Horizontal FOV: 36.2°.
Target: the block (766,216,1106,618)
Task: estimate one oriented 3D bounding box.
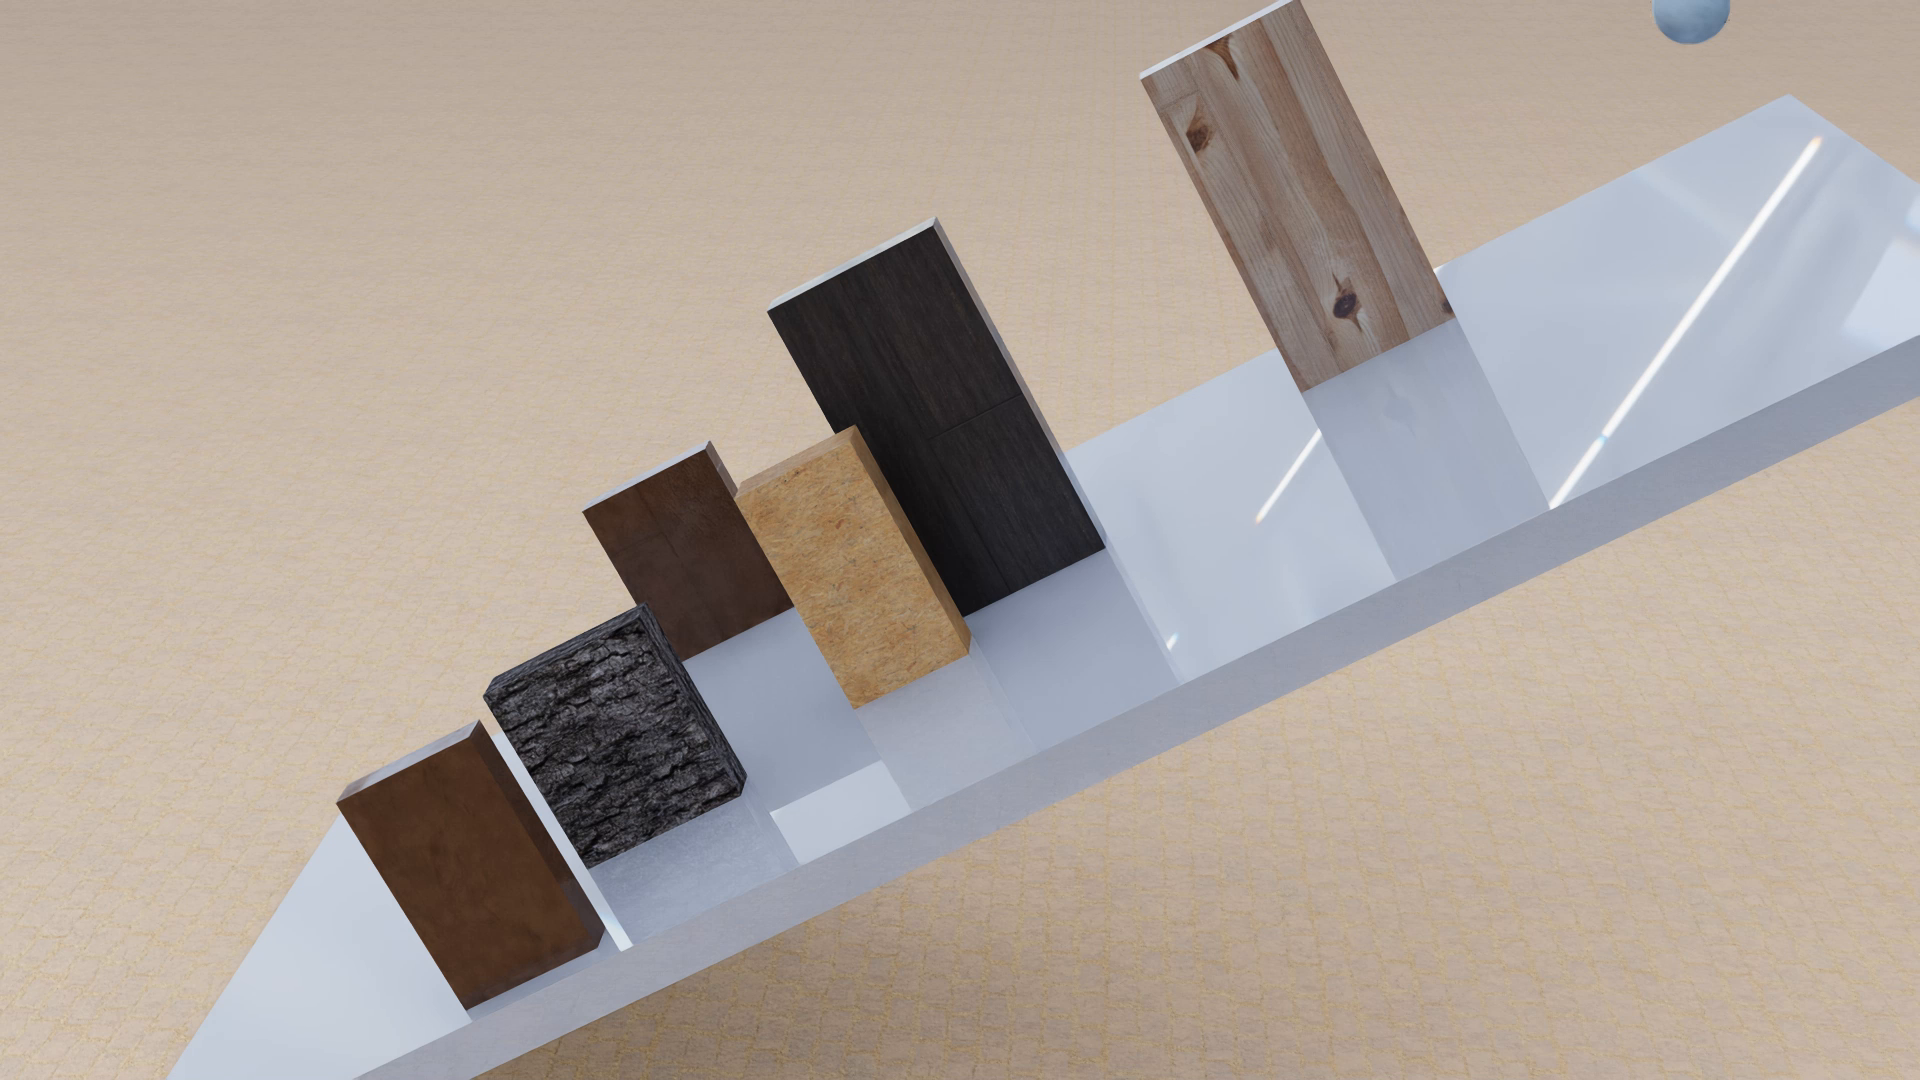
[{"bbox_3d":[-0.044,-0.247,6.266,0.396,0.785,0.107,-26,14,11],"label":"block"}]

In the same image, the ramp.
[{"bbox_3d":[0.141,0.167,6.281,4.000,0.100,2.000,-26,14,11],"label":"ramp"}]

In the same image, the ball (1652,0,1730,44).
[{"bbox_3d":[1.484,-1.084,5.968,0.155,0.155,0.155,0,17,0],"label":"ball"}]

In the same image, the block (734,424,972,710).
[{"bbox_3d":[-0.218,0.057,6.095,0.270,0.513,0.131,-26,14,11],"label":"block"}]

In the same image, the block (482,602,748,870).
[{"bbox_3d":[-0.701,0.401,6.005,0.363,0.424,0.114,-26,14,11],"label":"block"}]

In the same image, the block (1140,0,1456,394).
[{"bbox_3d":[0.751,-0.765,6.529,0.383,0.795,0.097,-26,14,11],"label":"block"}]

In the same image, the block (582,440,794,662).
[{"bbox_3d":[-0.656,0.033,7.176,0.344,0.447,0.088,-26,14,11],"label":"block"}]

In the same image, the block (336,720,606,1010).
[{"bbox_3d":[-0.922,0.616,5.562,0.293,0.477,0.094,-26,14,11],"label":"block"}]
